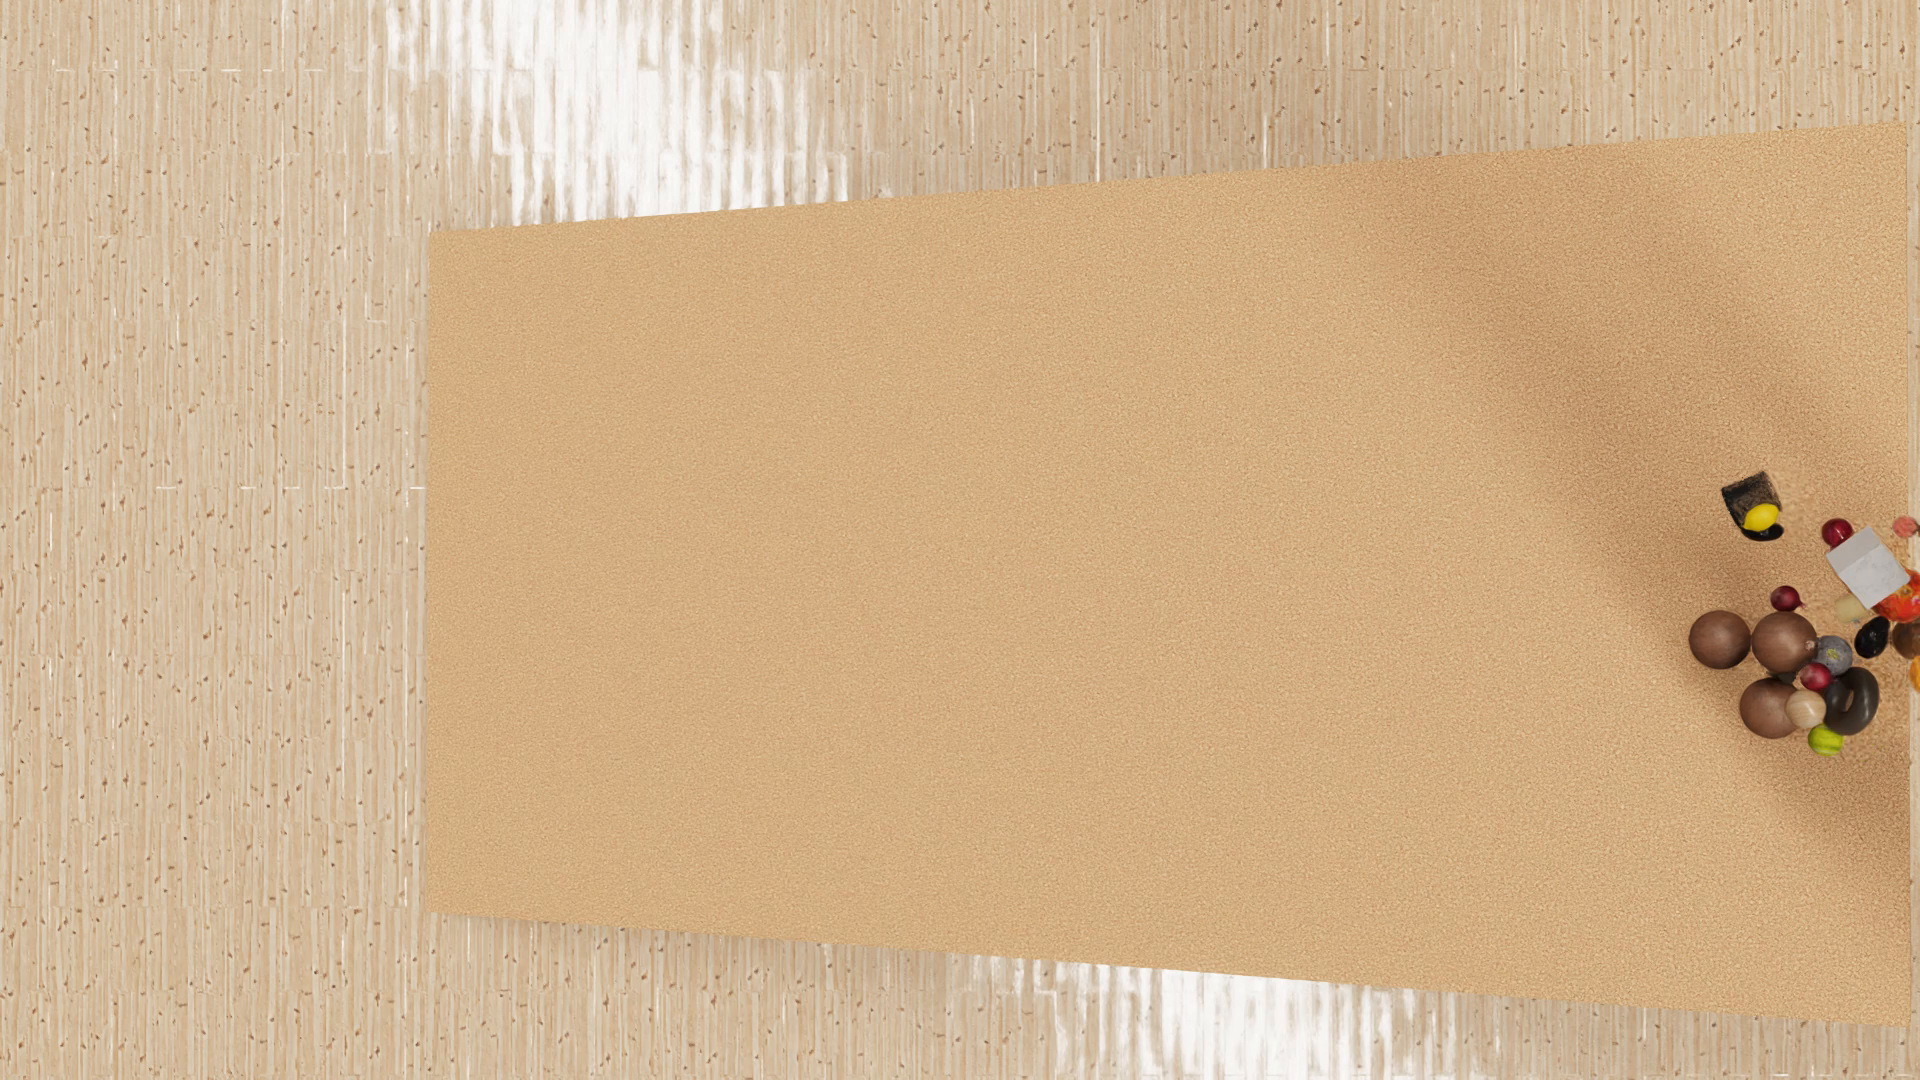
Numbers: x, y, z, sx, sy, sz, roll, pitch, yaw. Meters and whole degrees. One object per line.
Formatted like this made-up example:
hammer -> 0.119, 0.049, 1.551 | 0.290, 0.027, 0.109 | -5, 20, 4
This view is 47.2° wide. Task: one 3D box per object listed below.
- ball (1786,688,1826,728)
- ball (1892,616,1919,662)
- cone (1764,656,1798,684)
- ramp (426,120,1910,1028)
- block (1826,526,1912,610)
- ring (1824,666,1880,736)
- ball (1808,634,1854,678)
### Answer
ball -> 1.704, 0.339, 4.431 | 0.078, 0.078, 0.078 | 0, 89, 0
ball -> 2.012, 0.207, 4.628 | 0.096, 0.096, 0.096 | 0, 89, 0
cone -> 1.716, 0.276, 4.625 | 0.061, 0.061, 0.061 | 5, 78, -25
ramp -> 0.283, 0.084, 5.705 | 4.000, 0.100, 2.000 | 0, 89, 24
block -> 1.655, 0.050, 4.008 | 0.092, 0.092, 0.092 | -40, 102, 20
ring -> 1.833, 0.332, 4.525 | 0.049, 0.148, 0.148 | 17, 89, -14
ball -> 1.798, 0.240, 4.544 | 0.088, 0.088, 0.088 | 0, 89, 0
